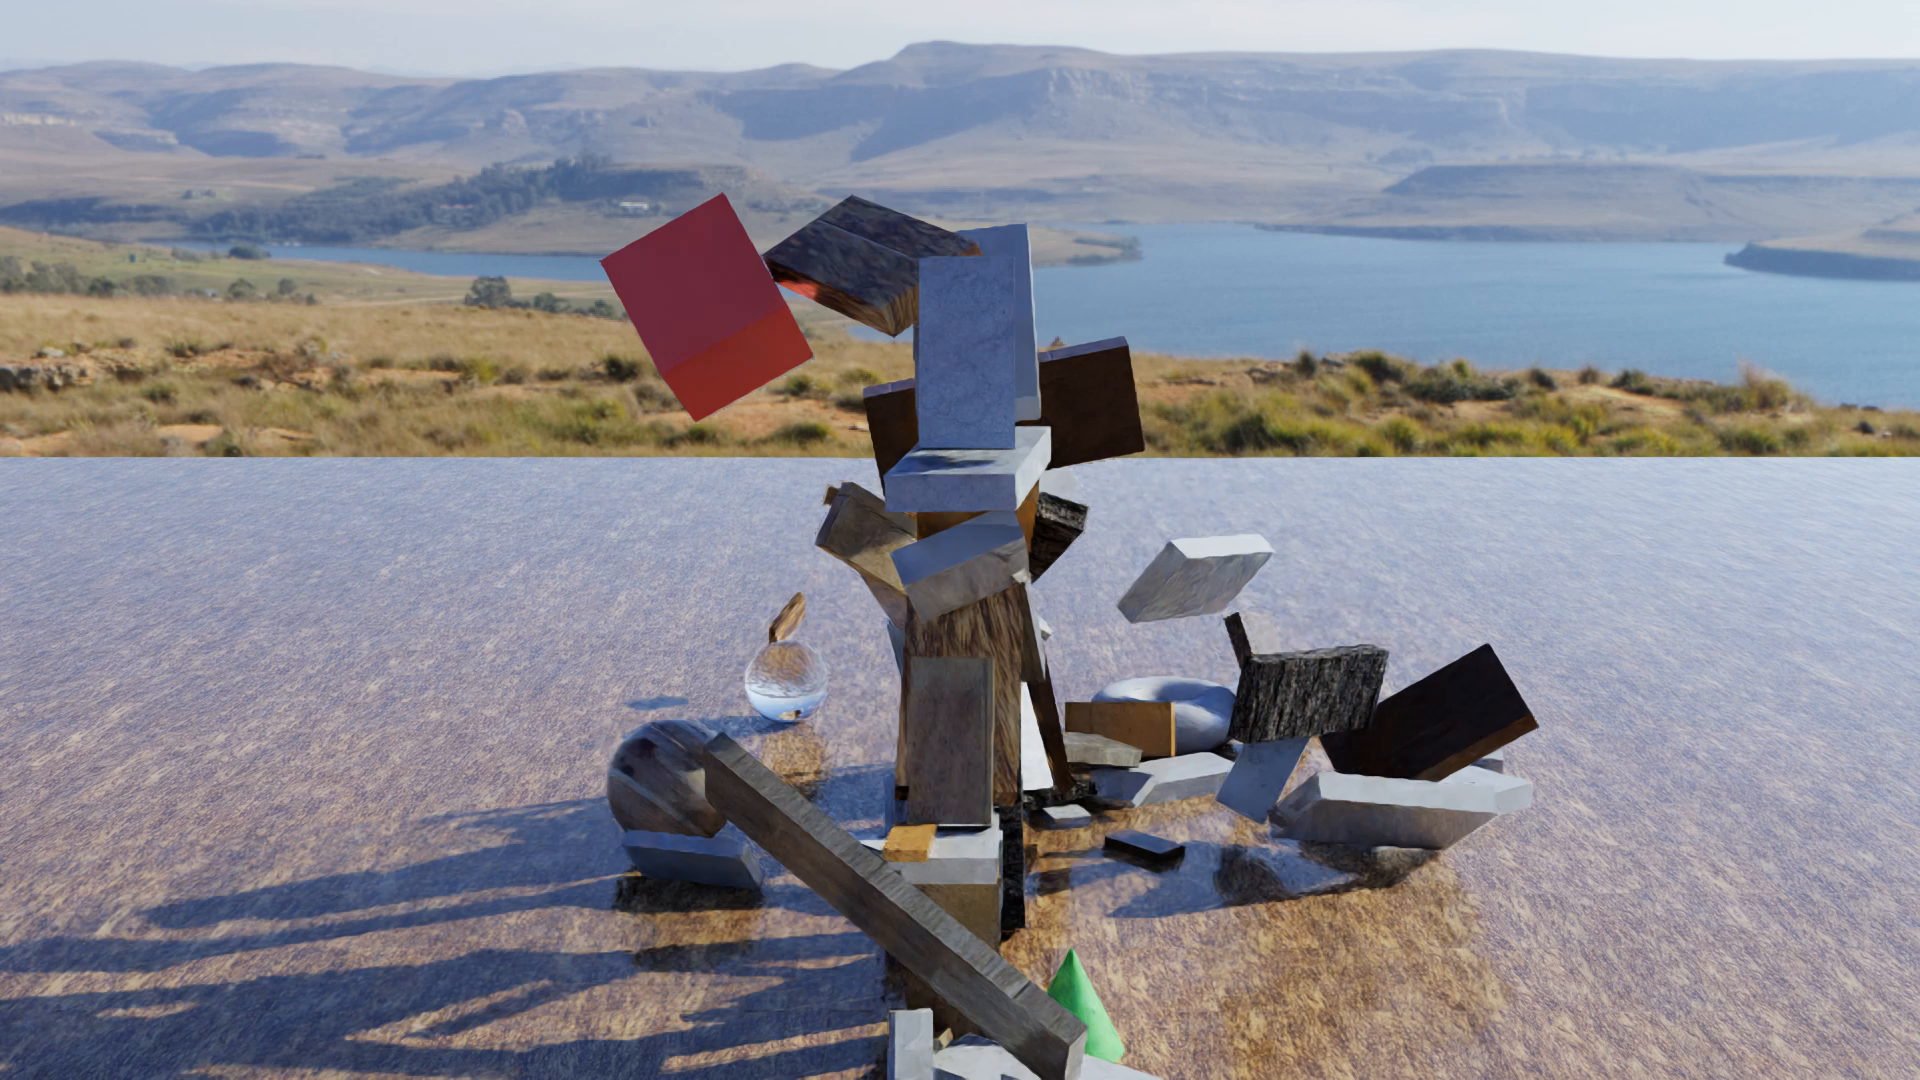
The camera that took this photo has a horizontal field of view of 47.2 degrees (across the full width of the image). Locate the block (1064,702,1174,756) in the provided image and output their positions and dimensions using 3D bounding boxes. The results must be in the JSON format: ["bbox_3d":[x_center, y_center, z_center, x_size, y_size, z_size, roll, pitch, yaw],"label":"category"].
[{"bbox_3d":[0.321,0.382,4.437,0.219,0.109,0.031,-1,-6,15],"label":"block"}]

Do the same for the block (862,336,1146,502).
[{"bbox_3d":[0.069,-0.188,3.435,0.416,0.175,0.050,-11,22,0],"label":"block"}]

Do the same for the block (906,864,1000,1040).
[{"bbox_3d":[-0.010,0.573,3.047,0.129,0.258,0.037,0,21,0],"label":"block"}]

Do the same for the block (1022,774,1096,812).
[{"bbox_3d":[0.175,0.472,4.109,0.143,0.020,0.072,-13,13,-19],"label":"block"}]

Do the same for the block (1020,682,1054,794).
[{"bbox_3d":[0.095,0.335,3.747,0.027,0.194,0.097,-25,-16,39],"label":"block"}]

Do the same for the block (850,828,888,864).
[{"bbox_3d":[-0.133,0.537,3.818,0.131,0.019,0.066,16,13,19],"label":"block"}]

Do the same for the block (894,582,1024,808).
[{"bbox_3d":[0.001,0.218,3.218,0.173,0.346,0.049,3,-32,0],"label":"block"}]

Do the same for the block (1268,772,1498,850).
[{"bbox_3d":[0.724,0.467,3.769,0.346,0.049,0.173,7,-31,-21],"label":"block"}]

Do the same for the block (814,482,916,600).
[{"bbox_3d":[-0.068,0.045,3.733,0.389,0.117,0.033,33,-16,-31],"label":"block"}]

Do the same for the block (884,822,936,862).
[{"bbox_3d":[-0.067,0.408,2.975,0.059,0.017,0.118,1,11,6],"label":"block"}]

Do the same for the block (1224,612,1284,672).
[{"bbox_3d":[0.637,0.284,4.550,0.039,0.272,0.136,-27,-20,32],"label":"block"}]

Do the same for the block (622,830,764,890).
[{"bbox_3d":[-0.446,0.536,3.685,0.217,0.108,0.031,4,54,18],"label":"block"}]

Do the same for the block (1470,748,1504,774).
[{"bbox_3d":[1.023,0.423,4.461,0.136,0.039,0.272,2,11,9],"label":"block"}]

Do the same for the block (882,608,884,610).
[{"bbox_3d":[-0.080,0.127,4.208,0.086,0.024,0.172,-5,-9,15],"label":"block"}]

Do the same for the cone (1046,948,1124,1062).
[{"bbox_3d":[0.153,0.632,3.035,0.149,0.149,0.149,0,11,0],"label":"cone"}]

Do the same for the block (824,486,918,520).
[{"bbox_3d":[-0.117,-0.044,3.903,0.229,0.032,0.114,15,5,-41],"label":"block"}]

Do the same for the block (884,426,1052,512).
[{"bbox_3d":[0.016,-0.100,3.008,0.172,0.049,0.345,0,13,10],"label":"block"}]

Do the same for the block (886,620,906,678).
[{"bbox_3d":[-0.077,0.225,4.172,0.086,0.172,0.024,-15,16,1],"label":"block"}]

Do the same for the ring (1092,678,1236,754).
[{"bbox_3d":[0.429,0.365,4.589,0.326,0.109,0.326,-1,10,0],"label":"ring"}]

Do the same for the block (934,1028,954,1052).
[{"bbox_3d":[-0.046,0.683,2.972,0.059,0.017,0.118,-21,-8,4],"label":"block"}]

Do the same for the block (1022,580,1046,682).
[{"bbox_3d":[0.030,0.120,3.436,0.173,0.049,0.346,-1,-32,8],"label":"block"}]

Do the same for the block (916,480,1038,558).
[{"bbox_3d":[0.021,-0.011,3.321,0.172,0.049,0.345,3,-25,-1],"label":"block"}]

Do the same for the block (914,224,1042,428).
[{"bbox_3d":[0.022,-0.316,3.235,0.175,0.050,0.351,-6,51,5],"label":"block"}]

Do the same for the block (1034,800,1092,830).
[{"bbox_3d":[0.186,0.503,4.080,0.072,0.020,0.143,-3,11,-16],"label":"block"}]

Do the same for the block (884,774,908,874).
[{"bbox_3d":[-0.070,0.480,3.682,0.108,0.031,0.217,-3,40,-2],"label":"block"}]

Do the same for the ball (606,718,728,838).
[{"bbox_3d":[-0.506,0.431,3.886,0.234,0.234,0.234,0,11,0],"label":"ball"}]

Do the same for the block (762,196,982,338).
[{"bbox_3d":[-0.129,-0.406,3.225,0.175,0.050,0.351,-37,35,-18],"label":"block"}]

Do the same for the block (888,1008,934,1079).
[{"bbox_3d":[-0.064,0.674,2.871,0.059,0.118,0.017,3,-5,-32],"label":"block"}]

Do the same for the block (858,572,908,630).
[{"bbox_3d":[-0.121,0.078,3.890,0.114,0.229,0.032,16,57,47],"label":"block"}]

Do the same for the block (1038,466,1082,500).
[{"bbox_3d":[0.083,-0.147,3.556,0.117,0.234,0.033,-40,5,-34],"label":"block"}]

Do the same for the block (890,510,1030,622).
[{"bbox_3d":[0.006,0.036,3.051,0.172,0.049,0.345,-22,-11,-1],"label":"block"}]

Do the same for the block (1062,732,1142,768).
[{"bbox_3d":[0.222,0.398,4.225,0.242,0.034,0.121,9,4,-42],"label":"block"}]

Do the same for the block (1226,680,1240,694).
[{"bbox_3d":[0.628,0.352,4.857,0.109,0.031,0.219,6,11,28],"label":"block"}]

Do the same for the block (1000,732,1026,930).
[{"bbox_3d":[0.012,0.418,3.495,0.173,0.394,0.049,-2,-3,4],"label":"block"}]

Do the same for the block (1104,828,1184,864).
[{"bbox_3d":[0.325,0.540,3.886,0.066,0.019,0.131,-10,14,-42],"label":"block"}]

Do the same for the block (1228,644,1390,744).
[{"bbox_3d":[0.608,0.265,3.817,0.335,0.144,0.041,-2,19,-40],"label":"block"}]

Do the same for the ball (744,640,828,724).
[{"bbox_3d":[-0.372,0.304,4.719,0.180,0.180,0.180,0,11,0],"label":"ball"}]

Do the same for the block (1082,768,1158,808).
[{"bbox_3d":[0.296,0.465,4.131,0.143,0.020,0.072,1,39,50],"label":"block"}]

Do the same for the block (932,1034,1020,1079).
[{"bbox_3d":[0.173,0.733,2.811,0.526,0.033,0.116,9,14,41],"label":"block"}]

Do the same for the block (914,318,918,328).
[{"bbox_3d":[-0.013,-0.309,3.039,0.077,0.022,0.155,-16,6,9],"label":"block"}]

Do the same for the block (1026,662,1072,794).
[{"bbox_3d":[0.148,0.289,3.937,0.027,0.363,0.097,-18,37,-6],"label":"block"}]

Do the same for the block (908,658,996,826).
[{"bbox_3d":[-0.012,0.281,3.074,0.116,0.231,0.033,0,-10,6],"label":"block"}]

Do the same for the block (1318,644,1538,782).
[{"bbox_3d":[0.828,0.340,3.902,0.347,0.049,0.173,-30,45,9],"label":"block"}]

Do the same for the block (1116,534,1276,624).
[{"bbox_3d":[0.378,0.060,3.508,0.041,0.144,0.288,50,28,23],"label":"block"}]

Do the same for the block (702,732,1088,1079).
[{"bbox_3d":[-0.096,0.476,2.848,0.642,0.126,0.036,35,55,25],"label":"block"}]

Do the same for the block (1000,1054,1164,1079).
[{"bbox_3d":[0.178,0.703,2.789,0.231,0.033,0.116,8,14,38],"label":"block"}]

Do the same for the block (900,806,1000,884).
[{"bbox_3d":[-0.011,0.419,3.064,0.129,0.037,0.258,0,11,2],"label":"block"}]

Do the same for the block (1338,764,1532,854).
[{"bbox_3d":[0.845,0.491,4.066,0.444,0.049,0.173,-8,13,-37],"label":"block"}]

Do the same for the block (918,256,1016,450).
[{"bbox_3d":[0.009,-0.246,2.913,0.126,0.252,0.036,0,-1,0],"label":"block"}]

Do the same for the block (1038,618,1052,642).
[{"bbox_3d":[0.041,0.162,4.061,0.258,0.129,0.037,28,29,-47],"label":"block"}]

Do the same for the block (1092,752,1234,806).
[{"bbox_3d":[0.407,0.462,4.253,0.272,0.039,0.136,-6,12,-28],"label":"block"}]

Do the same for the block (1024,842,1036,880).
[{"bbox_3d":[0.045,0.561,3.643,0.108,0.031,0.217,3,21,17],"label":"block"}]

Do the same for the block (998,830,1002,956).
[{"bbox_3d":[-0.004,0.546,3.191,0.129,0.258,0.037,0,18,1],"label":"block"}]

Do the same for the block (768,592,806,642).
[{"bbox_3d":[-0.390,0.184,4.965,0.019,0.066,0.131,19,45,19],"label":"block"}]

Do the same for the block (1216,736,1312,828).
[{"bbox_3d":[0.546,0.405,3.942,0.097,0.193,0.027,28,-8,13],"label":"block"}]

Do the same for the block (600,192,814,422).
[{"bbox_3d":[-0.388,-0.356,3.403,0.215,0.215,0.215,-29,-18,-2],"label":"block"}]

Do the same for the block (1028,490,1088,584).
[{"bbox_3d":[0.081,-0.001,3.453,0.144,0.041,0.288,18,-26,-11],"label":"block"}]
